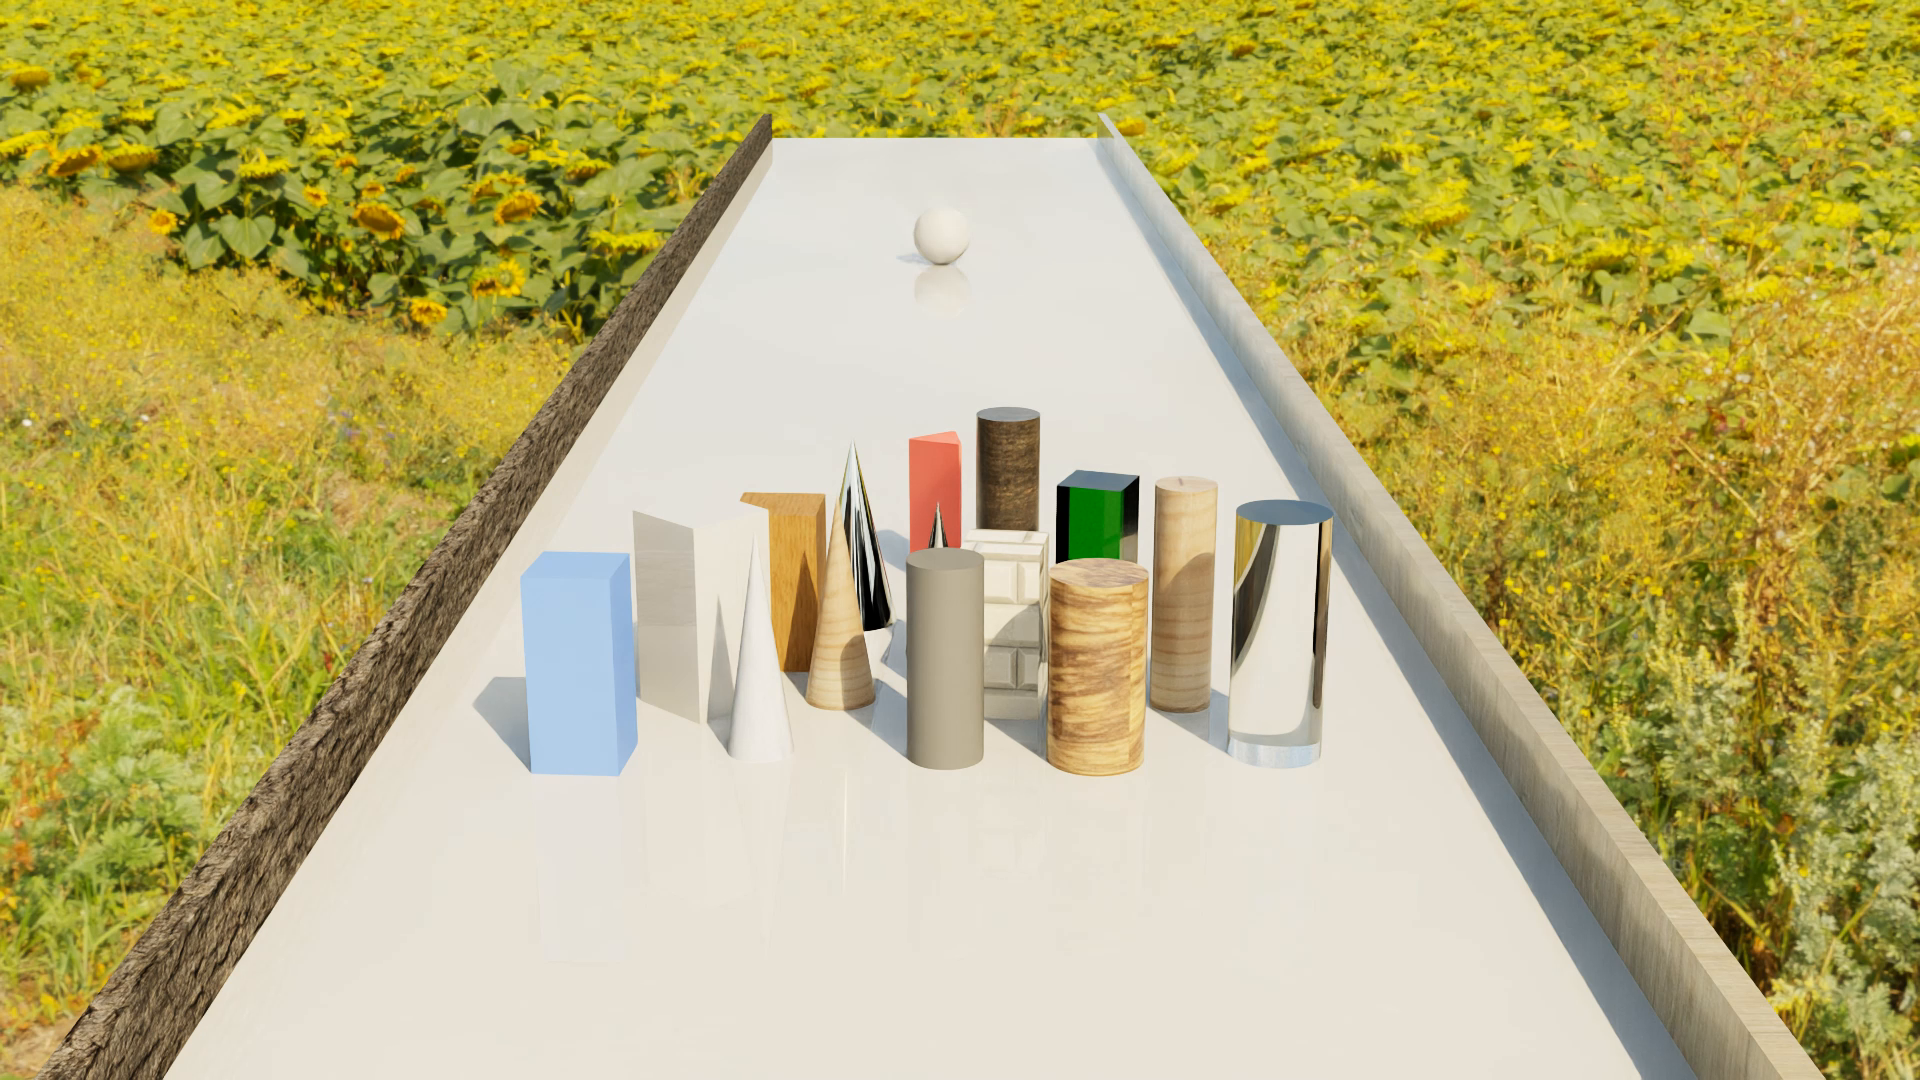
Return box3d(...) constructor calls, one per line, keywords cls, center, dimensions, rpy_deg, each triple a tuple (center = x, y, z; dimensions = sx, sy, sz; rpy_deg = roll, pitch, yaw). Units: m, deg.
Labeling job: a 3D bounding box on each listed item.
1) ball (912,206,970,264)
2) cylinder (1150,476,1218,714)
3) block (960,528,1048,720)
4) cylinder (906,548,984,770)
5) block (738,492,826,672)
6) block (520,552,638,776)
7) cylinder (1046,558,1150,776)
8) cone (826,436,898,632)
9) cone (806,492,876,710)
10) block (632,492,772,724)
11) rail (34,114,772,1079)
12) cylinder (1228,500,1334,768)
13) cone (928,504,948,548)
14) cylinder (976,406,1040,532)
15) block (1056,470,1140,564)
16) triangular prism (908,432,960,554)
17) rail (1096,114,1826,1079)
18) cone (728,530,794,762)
box3d(cls="ball", center=(-0.074, -1.250, 9.014), dimensions=(0.237, 0.237, 0.237), rpy_deg=(0, 17, 0))
box3d(cls="cylinder", center=(0.418, 0.103, 4.125), dimensions=(0.116, 0.431, 0.116), rpy_deg=(0, 17, 0))
box3d(cls="block", center=(0.083, 0.157, 4.130), dimensions=(0.149, 0.323, 0.149), rpy_deg=(3, 17, 9))
box3d(cls="cylinder", center=(-0.026, 0.209, 3.879), dimensions=(0.137, 0.368, 0.137), rpy_deg=(0, 17, 0))
box3d(cls="block", center=(-0.357, 0.083, 4.384), dimensions=(0.165, 0.322, 0.165), rpy_deg=(1, 17, 3))
box3d(cls="block", center=(-0.667, 0.216, 3.866), dimensions=(0.155, 0.361, 0.155), rpy_deg=(1, 17, 4))
box3d(cls="cylinder", center=(0.241, 0.223, 3.872), dimensions=(0.175, 0.346, 0.175), rpy_deg=(0, 17, 0))
box3d(cls="cone", center=(-0.223, -0.026, 4.609), dimensions=(0.179, 0.402, 0.179), rpy_deg=(0, 17, 0))
box3d(cls="cone", center=(-0.229, 0.106, 4.151), dimensions=(0.136, 0.410, 0.136), rpy_deg=(0, 17, 0))
box3d(cls="block", center=(-0.482, 0.125, 4.143), dimensions=(0.178, 0.378, 0.178), rpy_deg=(16, 23, 42))
box3d(cls="rail", center=(-1.118, -0.838, 7.780), dimensions=(0.050, 0.150, 12.000), rpy_deg=(0, 17, -1))
box3d(cls="cylinder", center=(0.564, 0.165, 3.889), dimensions=(0.168, 0.446, 0.168), rpy_deg=(0, 17, 0))
box3d(cls="cone", center=(-0.044, 0.075, 4.415), dimensions=(0.136, 0.320, 0.136), rpy_deg=(0, 17, 0))
box3d(cls="cylinder", center=(0.101, -0.053, 4.640), dimensions=(0.134, 0.436, 0.134), rpy_deg=(0, 17, 0))
box3d(cls="block", center=(0.273, 0.058, 4.389), dimensions=(0.131, 0.366, 0.131), rpy_deg=(6, 18, 20))
box3d(cls="triangular prism", center=(-0.035, -0.079, 4.935), dimensions=(0.125, 0.317, 0.108), rpy_deg=(7, 18, 23))
box3d(cls="rail", center=(0.932, -0.844, 7.801), dimensions=(0.050, 0.150, 12.000), rpy_deg=(0, 17, -1))
box3d(cls="cone", center=(-0.358, 0.178, 3.897), dimensions=(0.121, 0.418, 0.121), rpy_deg=(0, 17, 0))
